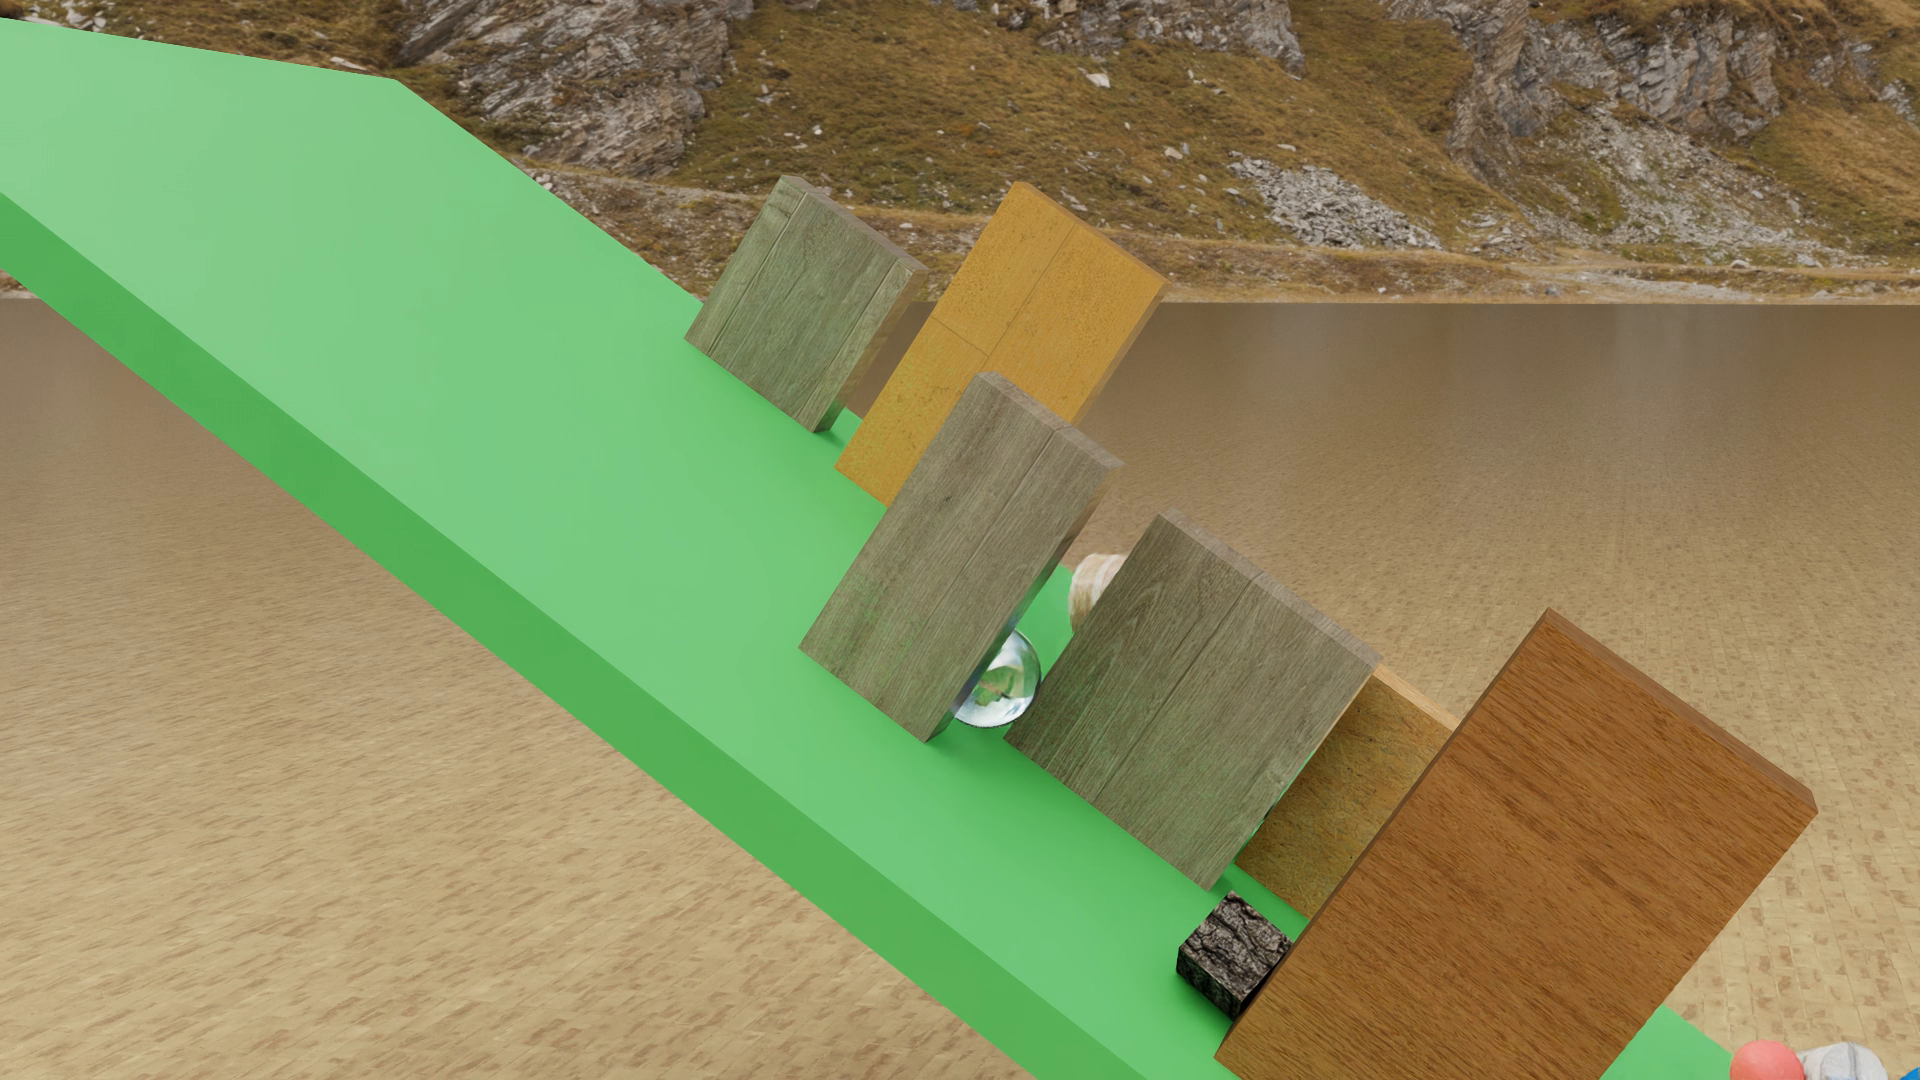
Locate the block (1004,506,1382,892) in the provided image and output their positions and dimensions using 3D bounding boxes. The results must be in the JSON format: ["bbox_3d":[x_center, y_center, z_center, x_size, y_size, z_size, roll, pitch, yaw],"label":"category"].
[{"bbox_3d":[0.396,0.270,3.776,0.439,0.484,0.127,36,15,10],"label":"block"}]

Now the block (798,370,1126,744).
[{"bbox_3d":[0.000,0.028,3.591,0.265,0.550,0.116,36,15,10],"label":"block"}]

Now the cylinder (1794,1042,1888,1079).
[{"bbox_3d":[1.763,1.105,4.451,0.156,0.156,0.156,-2,-18,-15],"label":"cylinder"}]

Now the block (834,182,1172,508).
[{"bbox_3d":[0.084,-0.339,4.573,0.371,0.715,0.098,36,15,10],"label":"block"}]

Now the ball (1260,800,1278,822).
[{"bbox_3d":[0.507,0.449,4.059,0.168,0.168,0.168,0,7,0],"label":"ball"}]

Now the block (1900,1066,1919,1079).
[{"bbox_3d":[1.920,1.189,4.346,0.195,0.195,0.195,-42,-6,16],"label":"block"}]

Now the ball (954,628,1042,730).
[{"bbox_3d":[0.047,0.230,3.760,0.185,0.185,0.185,0,7,0],"label":"ball"}]

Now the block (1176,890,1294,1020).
[{"bbox_3d":[0.413,0.628,3.314,0.121,0.121,0.121,39,-19,20],"label":"block"}]

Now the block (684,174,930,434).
[{"bbox_3d":[-0.337,-0.516,4.814,0.364,0.426,0.109,36,15,10],"label":"block"}]

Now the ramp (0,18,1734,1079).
[{"bbox_3d":[-0.113,0.194,4.093,4.000,0.100,2.000,36,15,10],"label":"ramp"}]

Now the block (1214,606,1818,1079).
[{"bbox_3d":[0.766,0.545,3.093,0.429,0.794,0.130,36,15,10],"label":"block"}]

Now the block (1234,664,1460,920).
[{"bbox_3d":[0.757,0.499,3.912,0.340,0.429,0.117,36,15,10],"label":"block"}]

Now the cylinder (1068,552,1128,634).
[{"bbox_3d":[0.352,0.128,4.371,0.197,0.197,0.197,3,7,37],"label":"cylinder"}]

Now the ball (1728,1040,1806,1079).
[{"bbox_3d":[1.620,1.076,4.416,0.144,0.144,0.144,0,7,0],"label":"ball"}]
